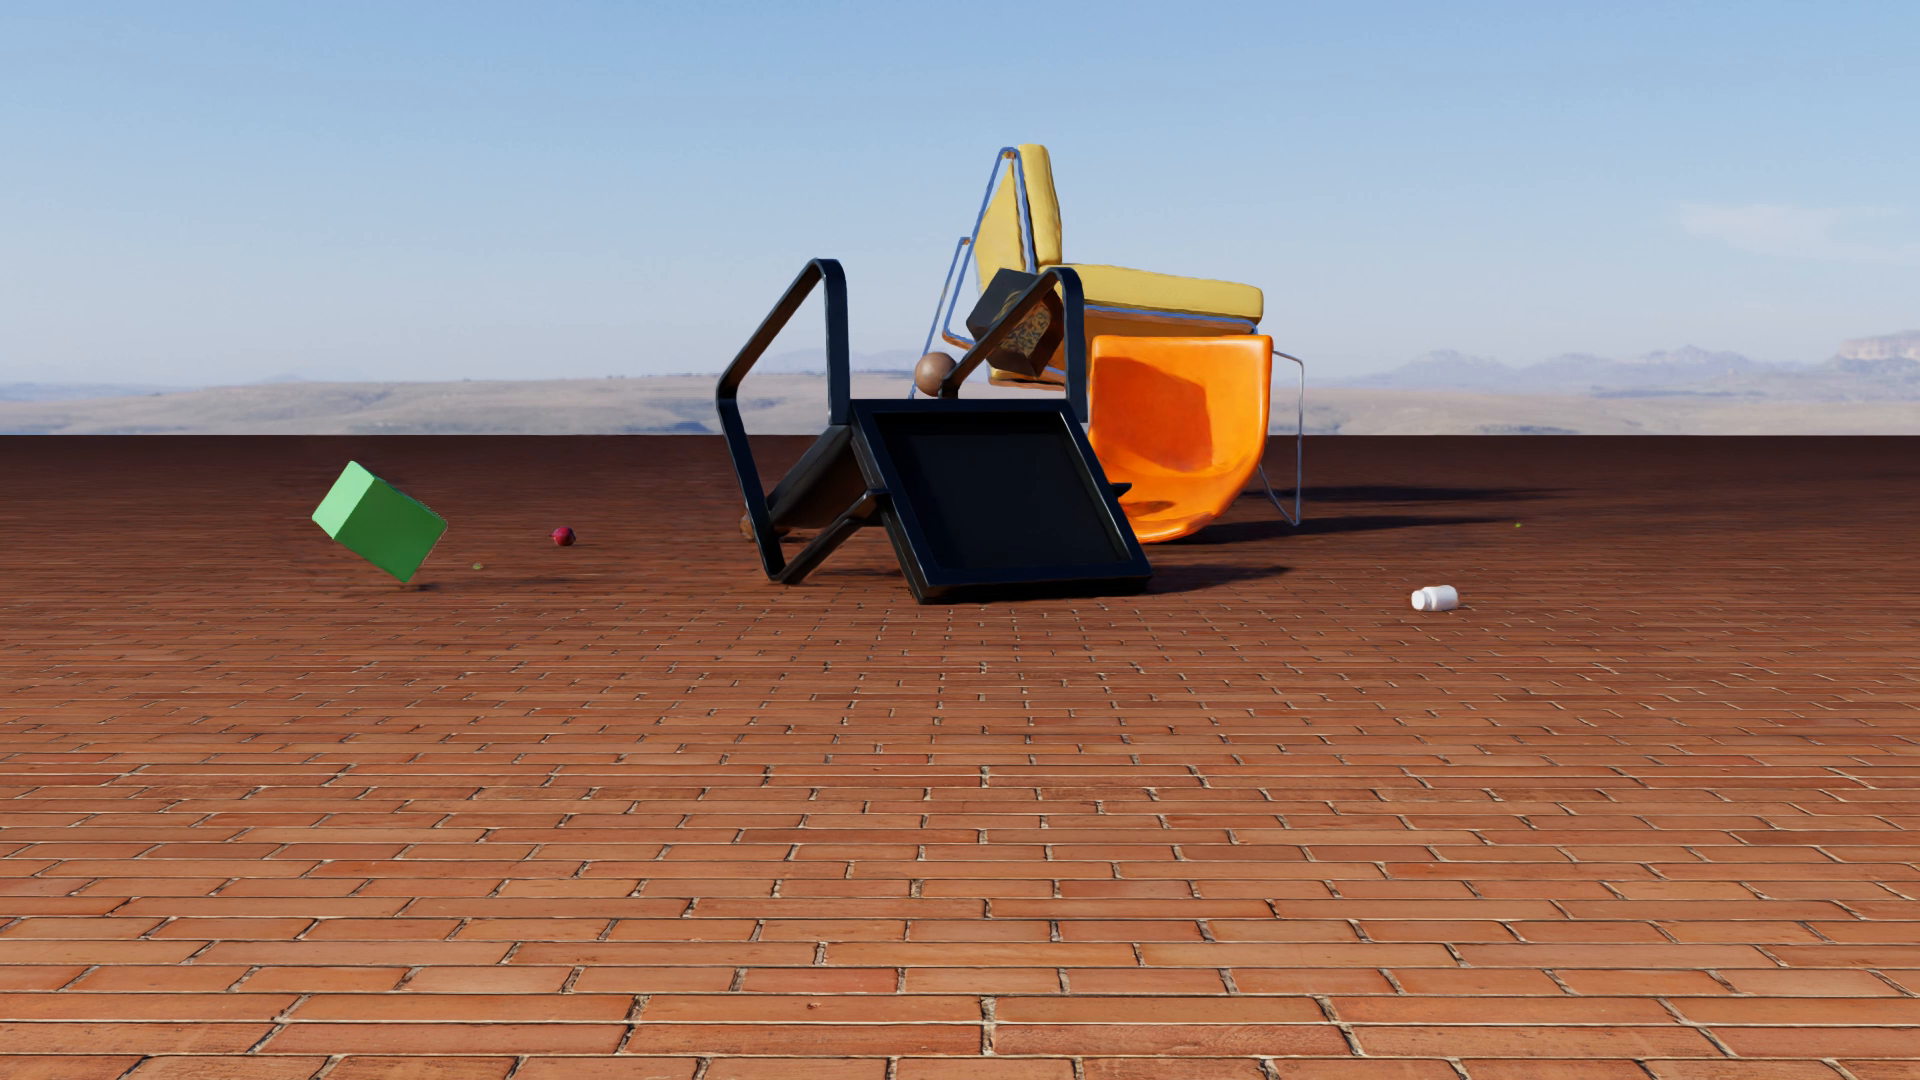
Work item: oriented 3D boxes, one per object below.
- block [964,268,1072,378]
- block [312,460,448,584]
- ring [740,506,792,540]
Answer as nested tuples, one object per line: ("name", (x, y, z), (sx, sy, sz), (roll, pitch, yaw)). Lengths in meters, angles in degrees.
("block", (0.180, -0.660, 6.675), (0.180, 0.220, 0.218), (16, -25, 35))
("block", (-1.304, -0.042, 4.935), (0.197, 0.160, 0.204), (37, -6, -32))
("ring", (-0.571, -0.048, 6.512), (0.157, 0.082, 0.213), (-12, -6, -4))
